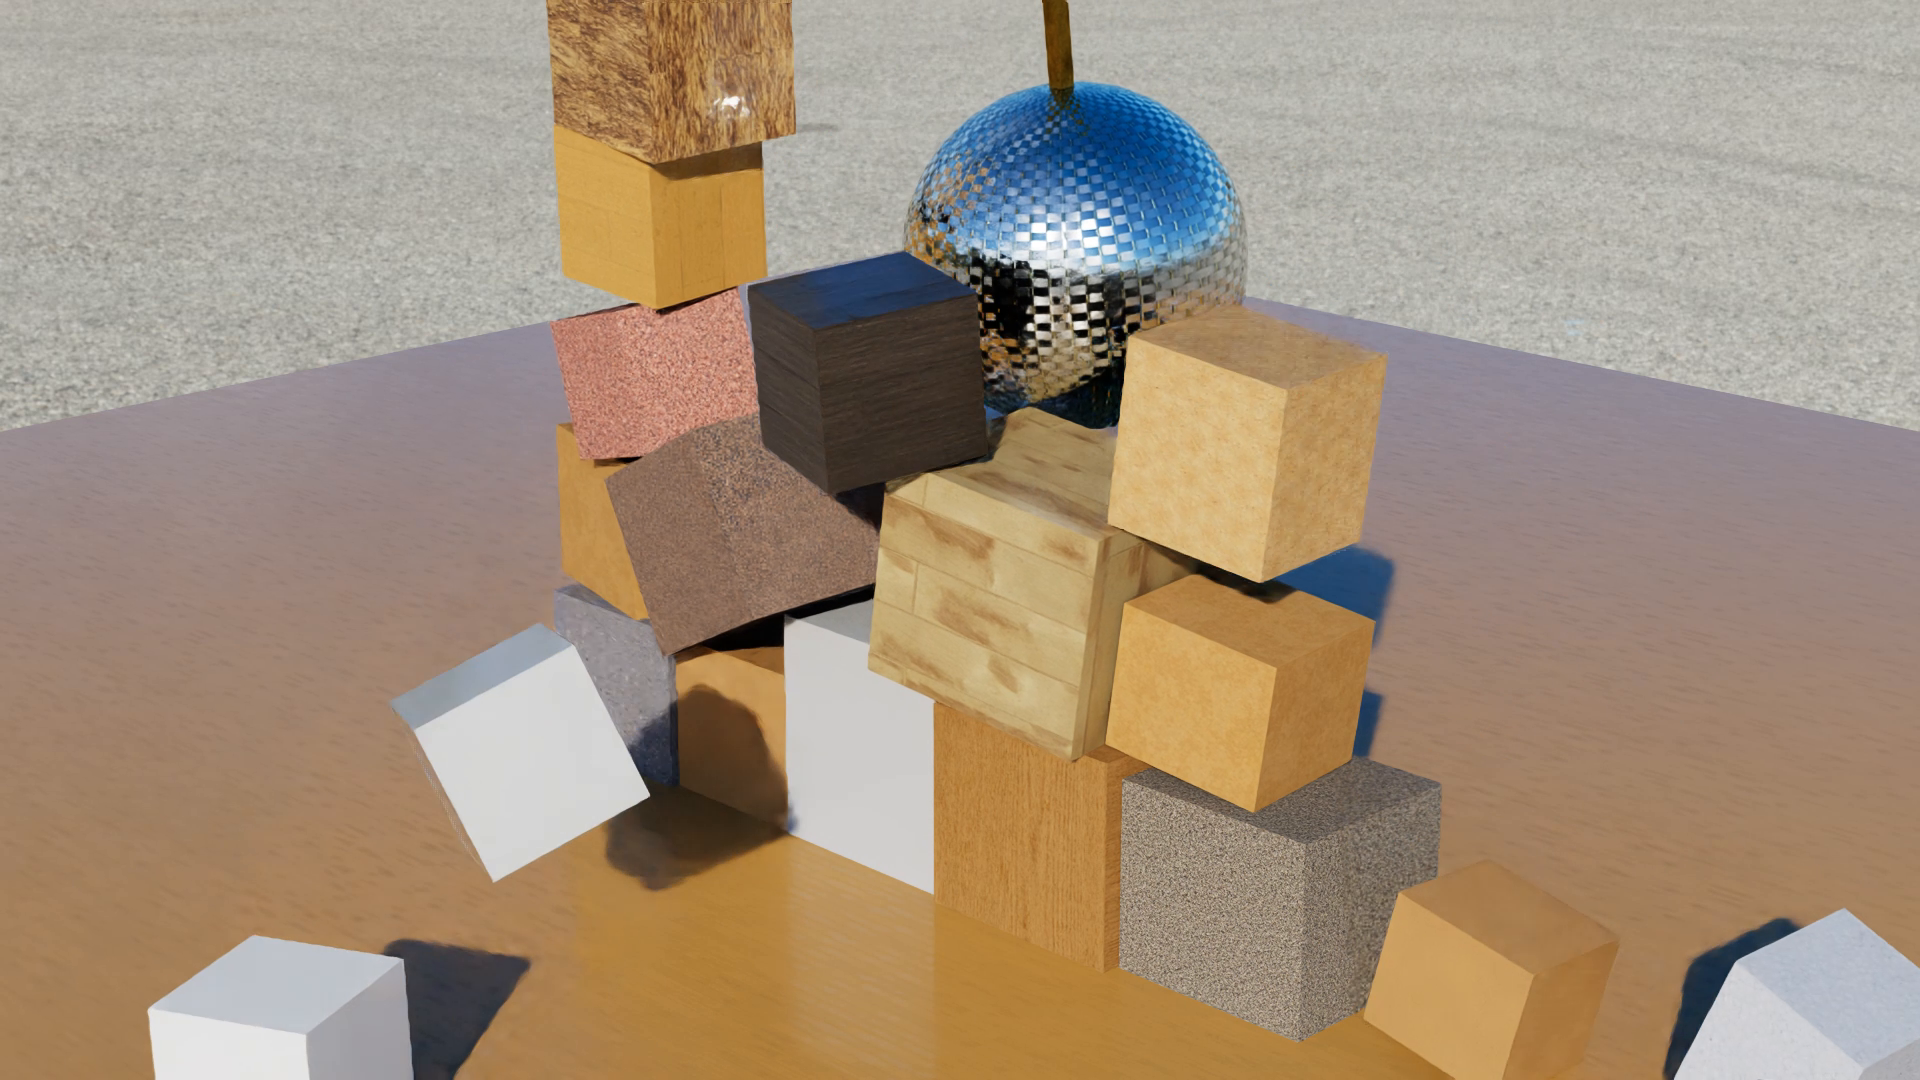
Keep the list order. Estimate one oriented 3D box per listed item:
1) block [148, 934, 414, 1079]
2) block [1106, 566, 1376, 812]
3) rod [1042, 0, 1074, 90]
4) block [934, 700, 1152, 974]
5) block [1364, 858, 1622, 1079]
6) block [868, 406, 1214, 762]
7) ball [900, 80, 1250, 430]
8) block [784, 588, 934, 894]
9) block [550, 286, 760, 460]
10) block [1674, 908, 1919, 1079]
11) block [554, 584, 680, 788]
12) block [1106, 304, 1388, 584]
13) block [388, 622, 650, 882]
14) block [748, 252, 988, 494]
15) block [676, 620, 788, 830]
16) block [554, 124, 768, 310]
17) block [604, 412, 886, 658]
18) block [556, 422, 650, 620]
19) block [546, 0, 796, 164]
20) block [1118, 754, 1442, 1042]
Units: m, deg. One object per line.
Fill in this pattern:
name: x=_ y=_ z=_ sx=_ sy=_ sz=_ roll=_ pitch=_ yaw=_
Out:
block: x=-2.505 y=1.966 z=10.901 sx=0.665 sy=0.698 sz=0.664 roll=5 pitch=18 yaw=20
block: x=1.169 y=0.597 z=12.265 sx=0.767 sy=0.656 sz=0.724 roll=23 pitch=28 yaw=34
rod: x=0.229 y=-4.432 z=12.189 sx=0.080 sy=5.200 sz=0.080 roll=17 pitch=31 yaw=42
block: x=0.619 y=1.166 z=13.031 sx=1.050 sy=0.960 sz=1.032 roll=-17 pitch=24 yaw=-42
block: x=2.099 y=1.732 z=11.590 sx=0.601 sy=0.587 sz=0.659 roll=-12 pitch=32 yaw=-44
block: x=0.387 y=0.162 z=12.677 sx=1.121 sy=1.006 sz=0.986 roll=23 pitch=28 yaw=33
ball: x=0.528 y=-1.303 z=13.485 sx=1.600 sy=1.600 sz=1.600 roll=0 pitch=17 yaw=0
block: x=-0.114 y=0.875 z=13.733 sx=0.967 sy=1.095 sz=1.020 roll=-17 pitch=24 yaw=-42
block: x=-1.454 y=-0.805 z=14.117 sx=0.663 sy=0.687 sz=0.717 roll=-17 pitch=9 yaw=-32
block: x=3.225 y=1.894 z=10.990 sx=0.706 sy=0.620 sz=0.602 roll=-15 pitch=44 yaw=-39
block: x=-1.389 y=0.634 z=14.969 sx=0.985 sy=0.815 sz=0.900 roll=-17 pitch=24 yaw=-42
block: x=1.158 y=-0.406 z=11.864 sx=0.769 sy=0.811 sz=0.712 roll=22 pitch=28 yaw=35
block: x=-1.707 y=0.803 z=11.298 sx=0.667 sy=0.655 sz=0.726 roll=-28 pitch=13 yaw=-14
block: x=-0.389 y=-0.716 z=12.359 sx=0.739 sy=0.723 sz=0.684 roll=-15 pitch=26 yaw=-23
block: x=-0.761 y=0.826 z=14.409 sx=0.944 sy=0.784 sz=0.818 roll=-17 pitch=24 yaw=-42
block: x=-1.417 y=-1.606 z=13.906 sx=0.676 sy=0.747 sz=0.716 roll=-22 pitch=31 yaw=-39
block: x=-0.877 y=-0.100 z=13.852 sx=1.073 sy=0.900 sz=1.035 roll=-17 pitch=-3 yaw=-31
block: x=-1.473 y=-0.159 z=14.825 sx=0.807 sy=0.784 sz=0.906 roll=-10 pitch=20 yaw=-29
block: x=-1.337 y=-2.299 z=13.523 sx=0.774 sy=0.827 sz=0.879 roll=-18 pitch=29 yaw=-33
block: x=1.345 y=1.421 z=12.372 sx=0.905 sy=0.869 sz=0.977 roll=-17 pitch=24 yaw=-42
